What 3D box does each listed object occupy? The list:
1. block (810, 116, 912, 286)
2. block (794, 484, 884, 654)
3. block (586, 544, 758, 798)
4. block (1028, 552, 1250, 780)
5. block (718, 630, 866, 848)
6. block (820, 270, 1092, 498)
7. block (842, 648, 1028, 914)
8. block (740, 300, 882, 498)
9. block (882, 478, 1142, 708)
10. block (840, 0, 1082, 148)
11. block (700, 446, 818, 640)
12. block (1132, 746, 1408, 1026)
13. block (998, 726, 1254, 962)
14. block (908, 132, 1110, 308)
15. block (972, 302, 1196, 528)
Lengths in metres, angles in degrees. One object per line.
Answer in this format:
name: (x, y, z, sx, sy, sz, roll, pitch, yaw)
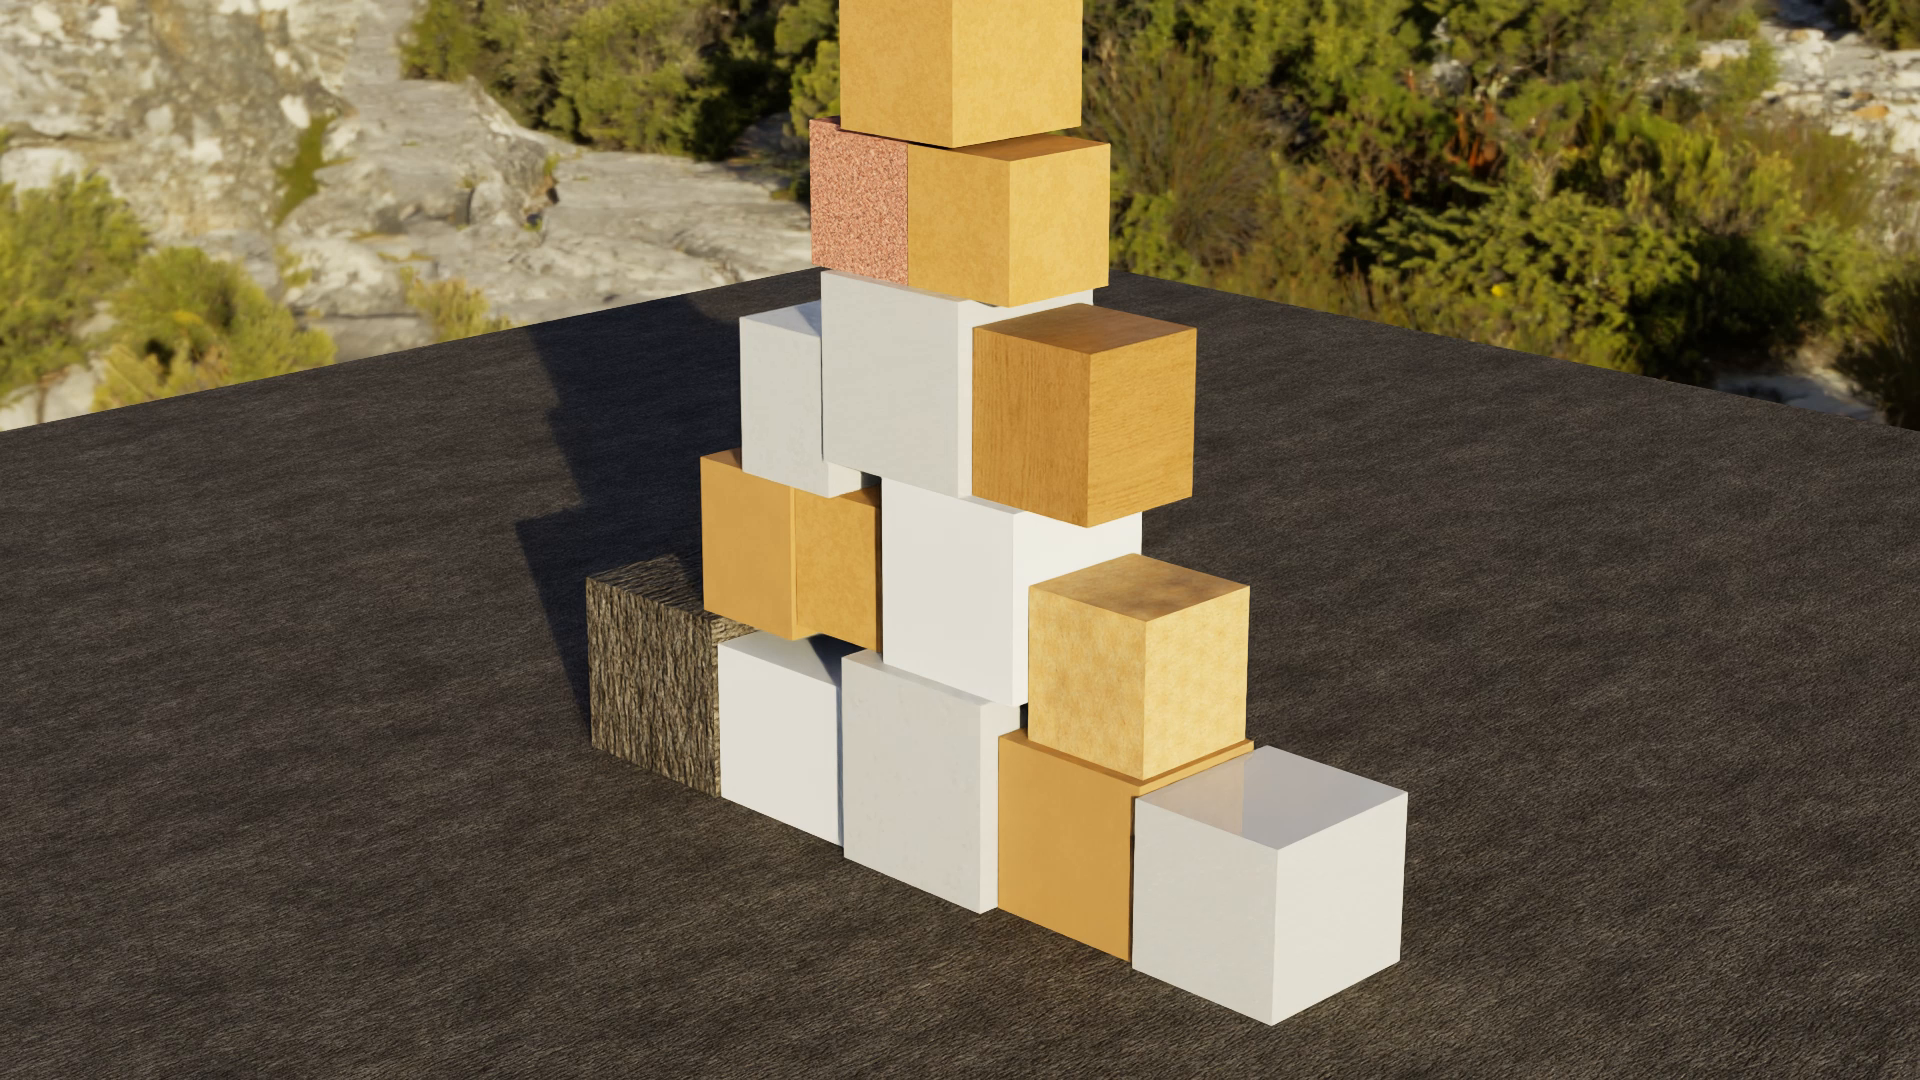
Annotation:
block: (-0.209, -1.556, 13.093, 0.676, 0.651, 0.618, -17, 24, -42)
block: (-0.293, 0.067, 13.693, 0.676, 0.689, 0.661, -17, 24, -42)
block: (-1.219, 0.626, 14.834, 0.899, 0.911, 0.973, -17, 24, -42)
block: (0.773, 0.536, 12.730, 0.670, 0.707, 0.672, -17, 24, -42)
block: (-0.530, 0.888, 14.196, 0.850, 0.794, 0.954, -17, 24, -42)
block: (-0.014, -0.774, 13.142, 0.846, 0.869, 0.861, -17, 24, -42)
block: (0.110, 0.999, 13.520, 0.947, 0.987, 0.889, -17, 24, -42)
block: (-0.555, -0.685, 13.689, 0.716, 0.743, 0.599, -17, 24, -42)
block: (0.232, 0.137, 13.154, 0.824, 0.876, 0.814, -17, 24, -42)
block: (0.005, -2.157, 12.670, 0.791, 0.749, 0.689, -17, 24, -42)
block: (-0.761, -0.037, 14.142, 0.717, 0.770, 0.640, -17, 24, -42)
block: (1.312, 1.446, 12.442, 0.865, 0.781, 0.765, -17, 24, -42)
block: (0.727, 1.262, 12.965, 0.750, 0.819, 0.825, -17, 24, -42)
block: (0.210, -1.402, 12.655, 0.619, 0.620, 0.610, -17, 24, -42)
block: (0.533, -0.550, 12.627, 0.671, 0.750, 0.677, -17, 24, -42)
